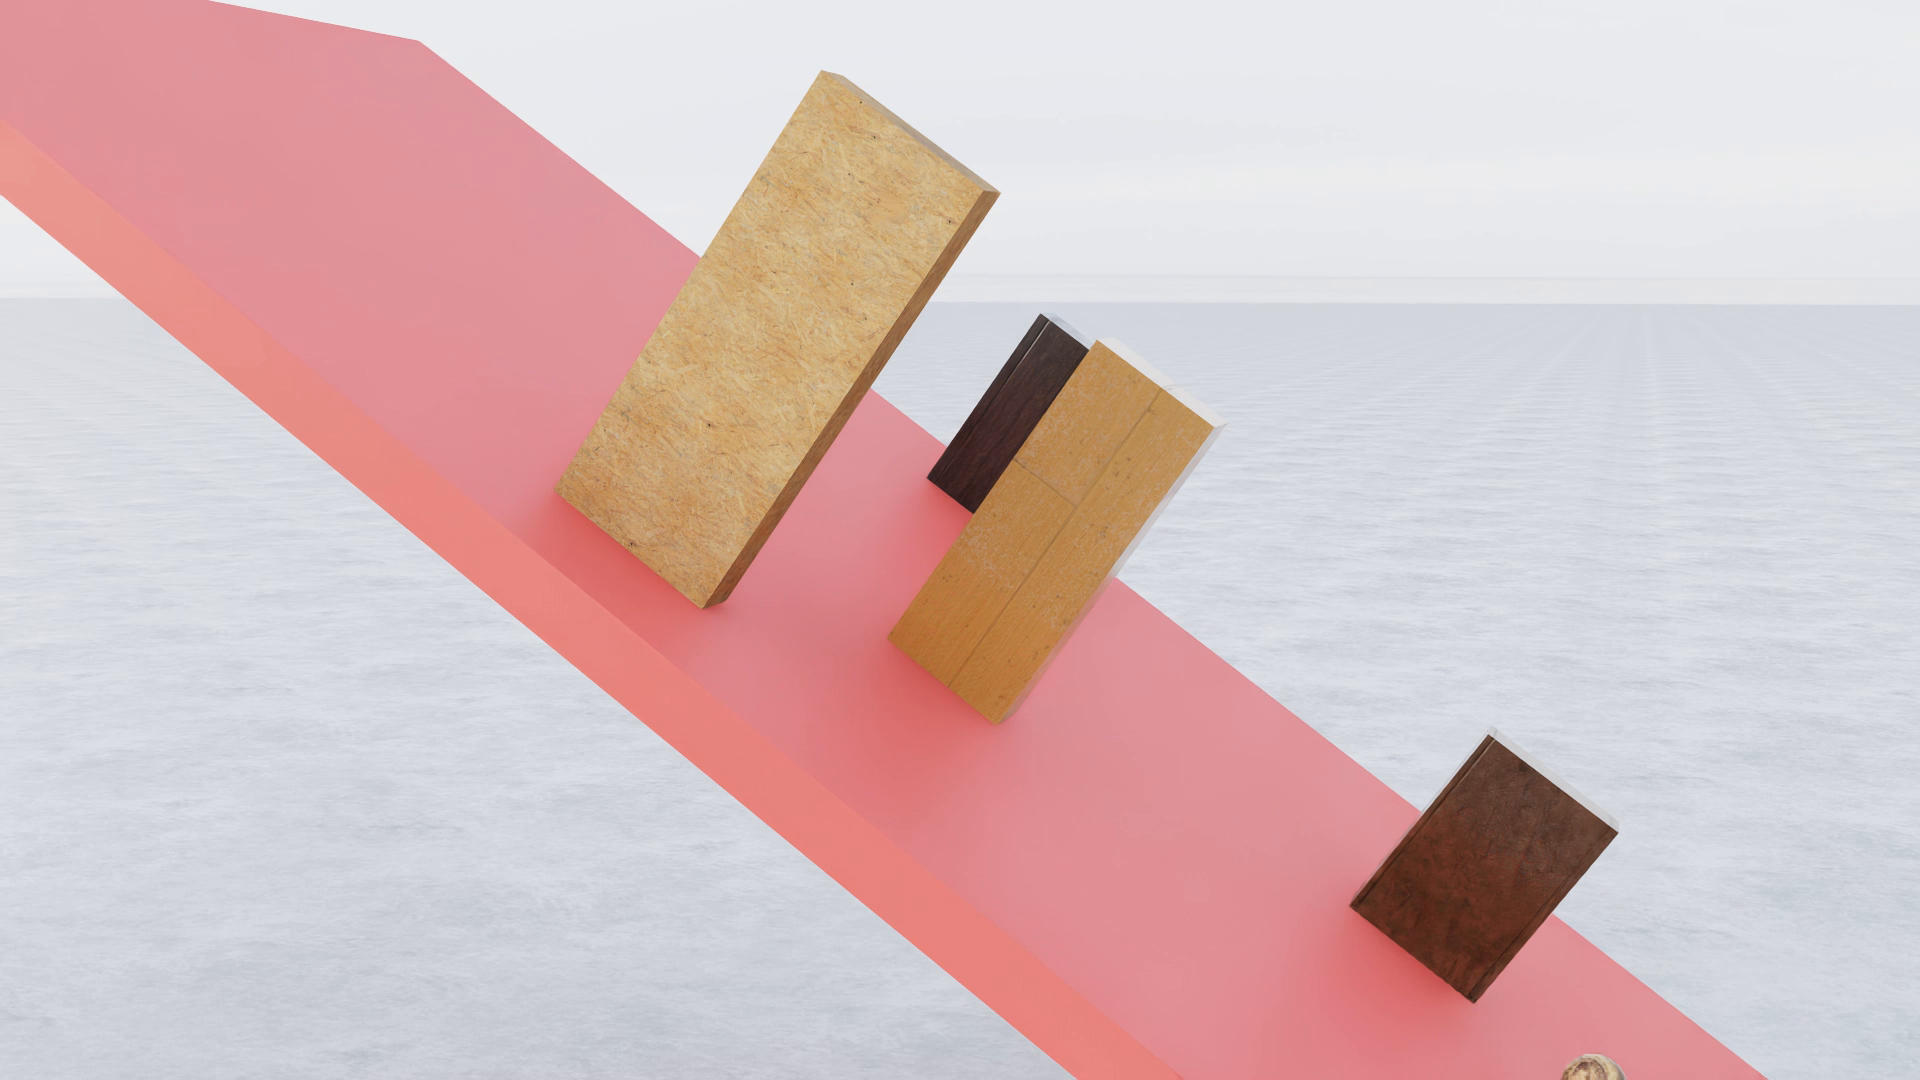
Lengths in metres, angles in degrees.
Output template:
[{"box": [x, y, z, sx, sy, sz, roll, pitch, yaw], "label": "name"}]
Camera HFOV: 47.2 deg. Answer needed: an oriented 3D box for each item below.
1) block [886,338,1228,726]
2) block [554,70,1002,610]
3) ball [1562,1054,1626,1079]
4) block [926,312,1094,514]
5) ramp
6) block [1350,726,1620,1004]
[{"box": [0.160, -0.014, 3.697, 0.240, 0.627, 0.123, 38, 16, 10], "label": "block"}, {"box": [-0.285, -0.295, 3.329, 0.304, 0.772, 0.094, 38, 16, 10], "label": "block"}, {"box": [1.091, 0.941, 3.784, 0.111, 0.111, 0.111, 0, 7, 0], "label": "ball"}, {"box": [0.187, -0.216, 4.709, 0.316, 0.436, 0.105, 38, 16, 10], "label": "block"}, {"box": [-0.081, 0.149, 4.077, 4.000, 0.100, 2.000, 38, 16, 10], "label": "ramp"}, {"box": [0.943, 0.585, 3.965, 0.279, 0.410, 0.082, 38, 16, 10], "label": "block"}]
